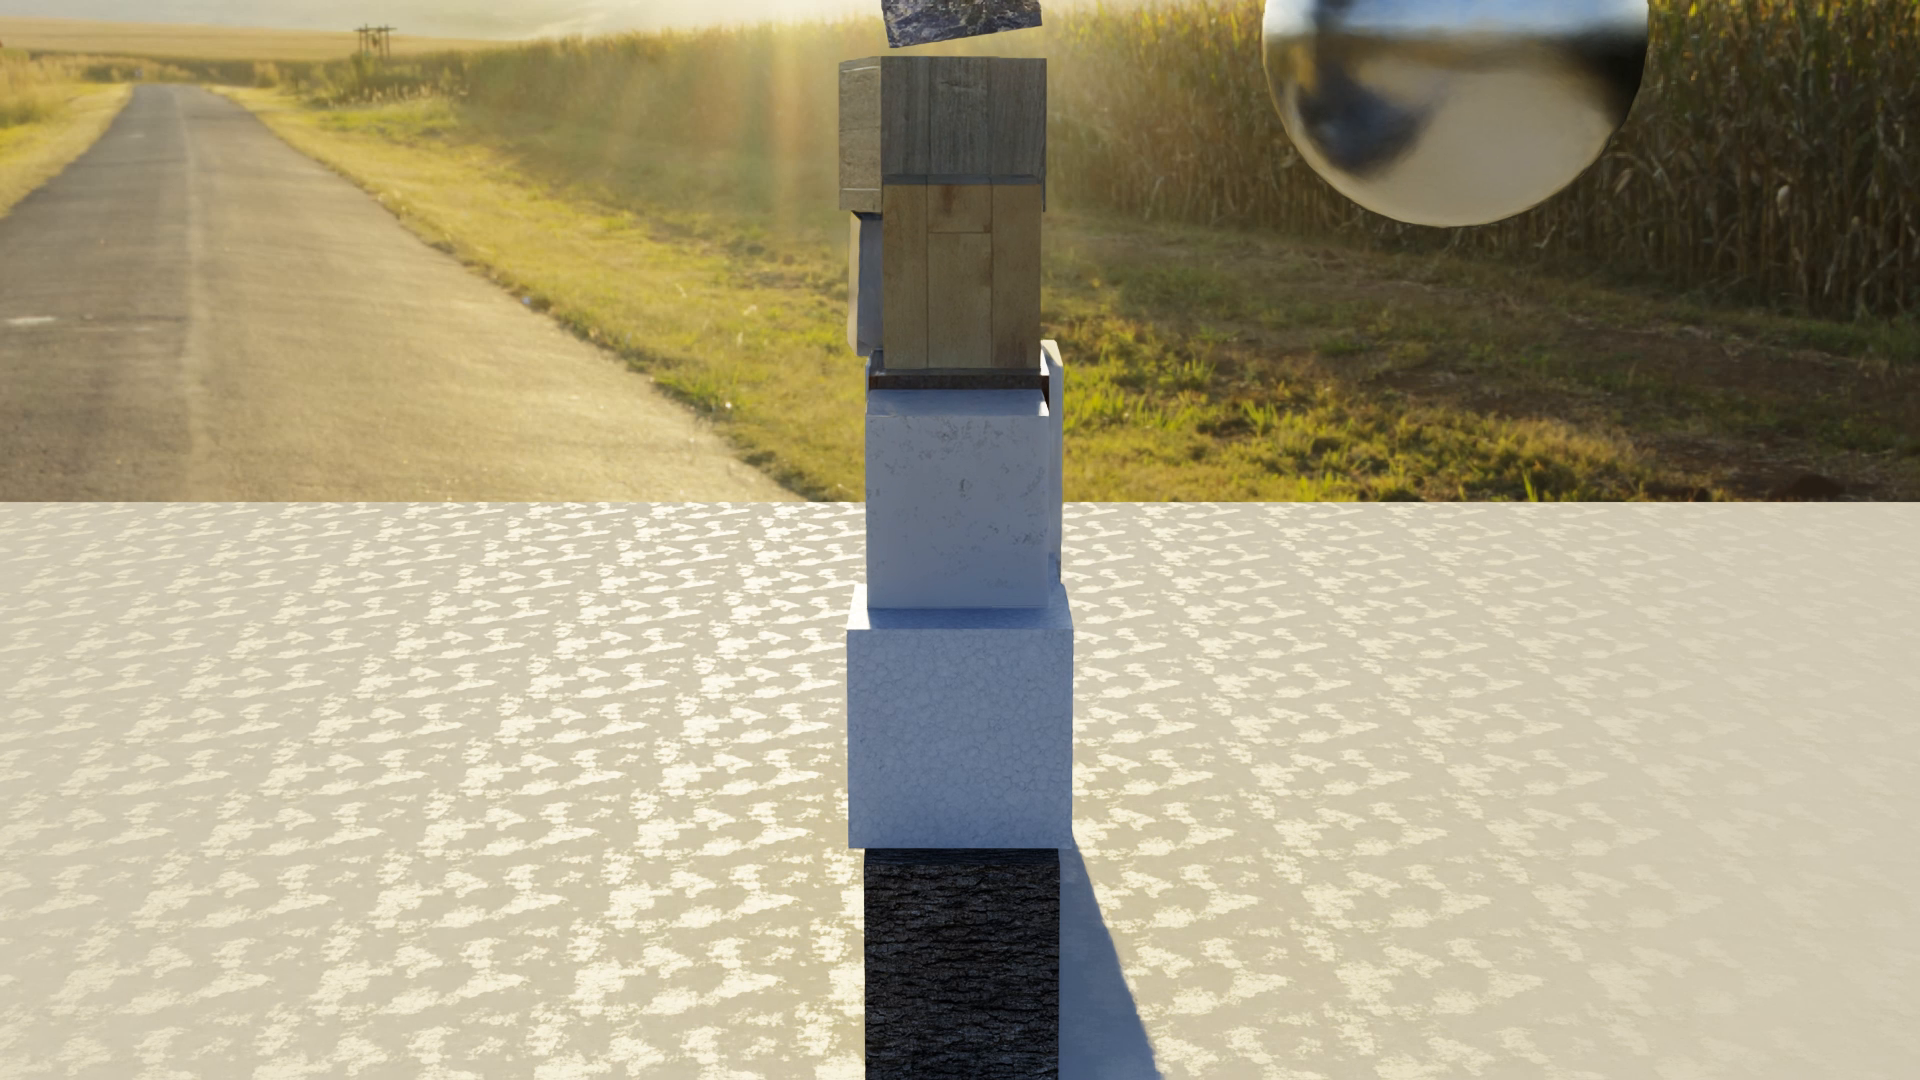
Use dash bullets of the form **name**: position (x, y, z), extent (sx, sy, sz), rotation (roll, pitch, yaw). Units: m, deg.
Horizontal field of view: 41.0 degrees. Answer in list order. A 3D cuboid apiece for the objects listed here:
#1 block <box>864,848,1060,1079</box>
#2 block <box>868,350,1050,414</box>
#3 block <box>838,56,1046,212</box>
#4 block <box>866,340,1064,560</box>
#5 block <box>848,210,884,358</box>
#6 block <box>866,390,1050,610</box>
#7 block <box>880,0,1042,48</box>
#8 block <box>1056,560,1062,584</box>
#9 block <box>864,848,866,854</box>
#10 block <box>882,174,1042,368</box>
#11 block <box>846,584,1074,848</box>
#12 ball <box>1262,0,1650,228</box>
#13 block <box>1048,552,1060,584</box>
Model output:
- **block**: position (0.006, 1.450, 9.382), extent (0.683, 0.790, 0.790), rotation (0, 10, 0)
- **block**: position (-0.007, -0.312, 10.312), extent (0.696, 0.815, 0.751), rotation (0, 12, 0)
- **block**: position (-0.083, -1.718, 10.906), extent (0.718, 0.633, 0.664), rotation (-2, 8, -17)
- **block**: position (0.016, -0.399, 11.082), extent (0.818, 0.828, 0.784), rotation (0, 12, 0)
- **block**: position (-0.176, -1.086, 10.885), extent (0.551, 0.564, 0.599), rotation (1, 11, -6)
- **block**: position (-0.013, -0.165, 9.591), extent (0.660, 0.708, 0.710), rotation (0, 11, 0)
- **block**: position (-0.038, -2.457, 10.356), extent (0.632, 0.556, 0.652), rotation (-8, -31, 3)
- **block**: position (0.034, 0.269, 11.655), extent (0.822, 0.721, 0.712), rotation (0, 12, 0)
- **block**: position (-0.018, 1.078, 11.626), extent (0.806, 0.719, 0.812), rotation (0, 10, 0)
- **block**: position (0.003, -1.079, 10.244), extent (0.611, 0.714, 0.585), rotation (0, 12, -1)
- **block**: position (0.001, 0.632, 9.440), extent (0.796, 0.798, 0.803), rotation (0, 10, 0)
- **ball**: position (2.074, -2.121, 10.795), extent (1.600, 1.600, 1.600), rotation (0, 10, 0)
- **block**: position (0.011, 0.475, 10.249), extent (0.754, 0.699, 0.826), rotation (0, 12, 0)
